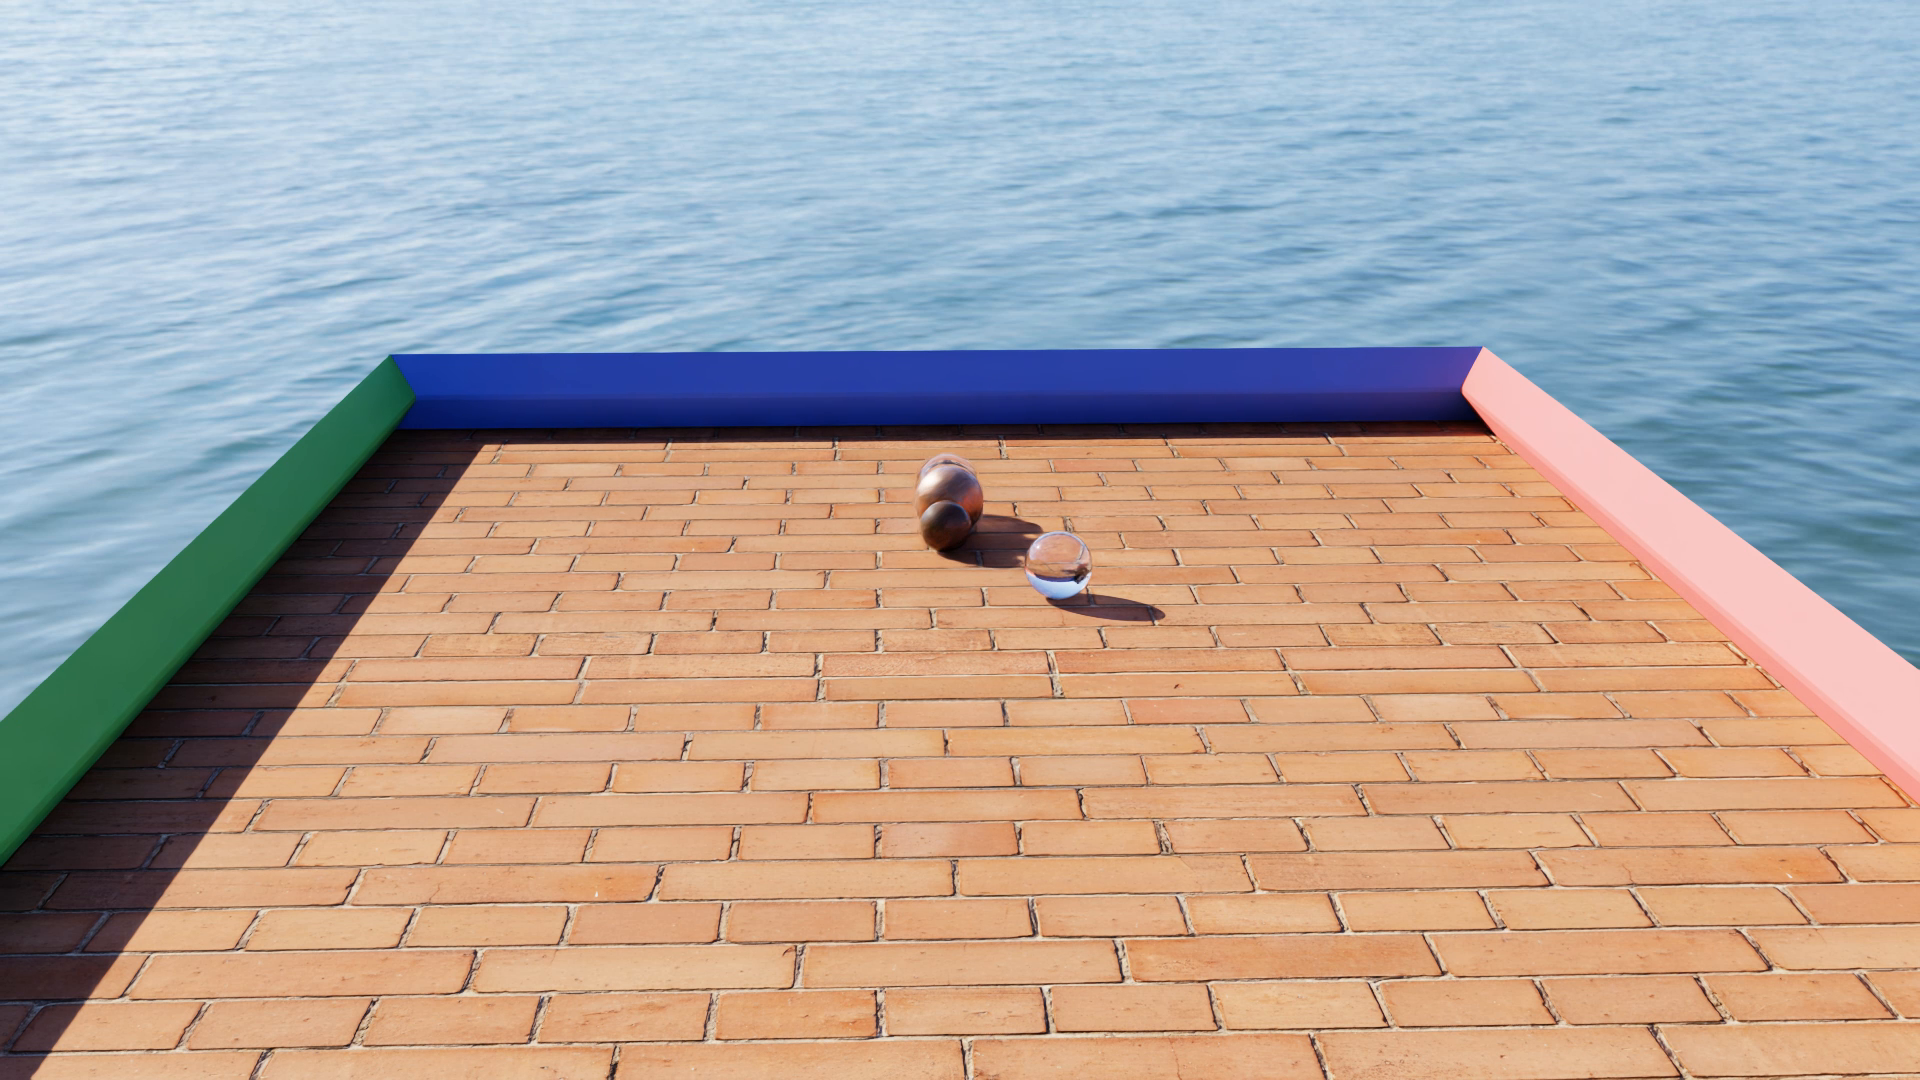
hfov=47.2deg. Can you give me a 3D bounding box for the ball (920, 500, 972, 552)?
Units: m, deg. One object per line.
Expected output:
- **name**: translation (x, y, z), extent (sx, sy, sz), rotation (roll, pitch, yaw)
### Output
- **ball**: translation (-0.018, -0.017, 2.762), extent (0.065, 0.065, 0.065), rotation (0, 16, 0)

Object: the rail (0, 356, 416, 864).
- **rail**: translation (-0.795, 0.214, 1.879), extent (0.045, 0.116, 3.154), rotation (-1, 16, -2)

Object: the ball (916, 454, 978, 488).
- **ball**: translation (-0.017, -0.072, 2.915), extent (0.084, 0.084, 0.084), rotation (0, 16, 0)

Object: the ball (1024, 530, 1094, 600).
- **ball**: translation (0.115, 0.029, 2.575), extent (0.081, 0.081, 0.081), rotation (0, 16, 0)

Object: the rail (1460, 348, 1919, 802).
- **rail**: translation (0.852, 0.197, 1.936), extent (0.045, 0.116, 3.154), rotation (-1, 16, -2)

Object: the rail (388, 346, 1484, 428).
- **rail**: translation (-0.028, -0.231, 3.397), extent (1.696, 0.116, 0.045), rotation (-1, 16, -2)

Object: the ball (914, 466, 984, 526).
- **ball**: translation (-0.014, -0.050, 2.832), extent (0.089, 0.089, 0.089), rotation (0, 16, 0)
